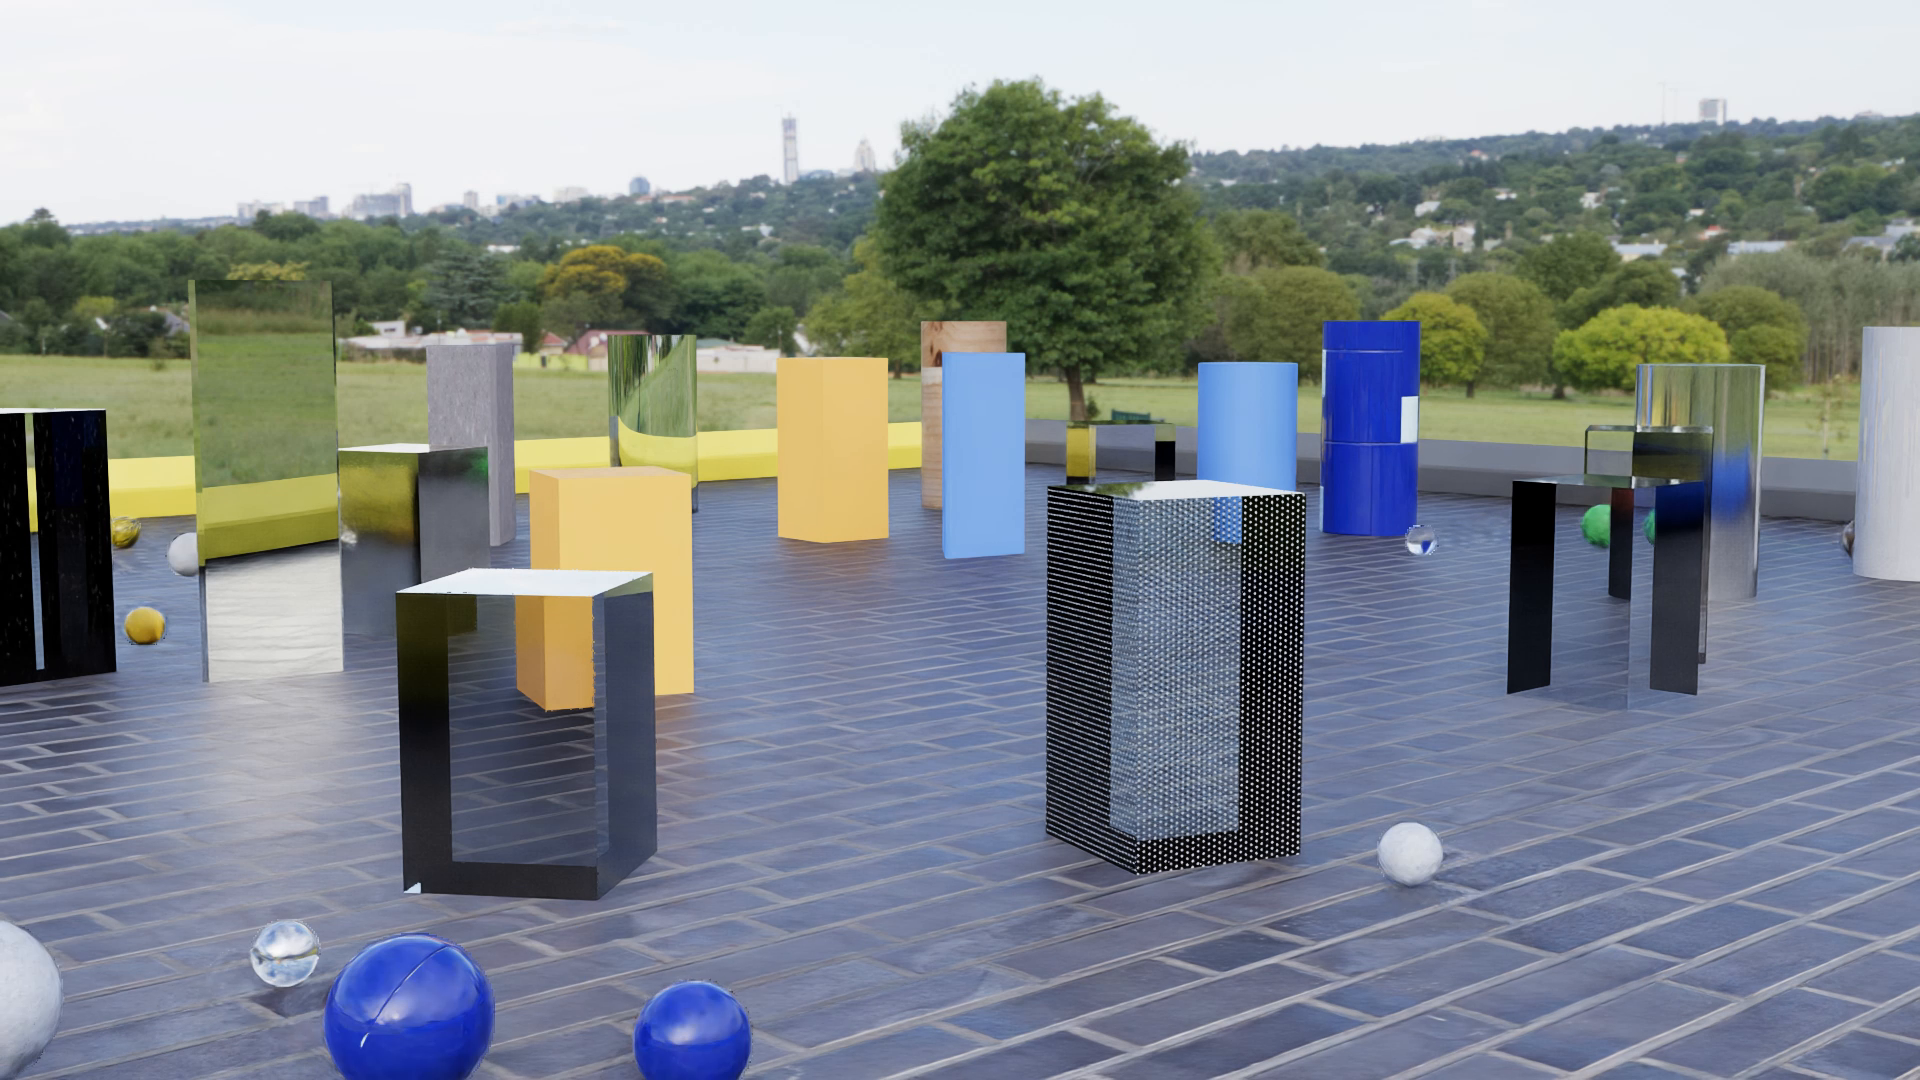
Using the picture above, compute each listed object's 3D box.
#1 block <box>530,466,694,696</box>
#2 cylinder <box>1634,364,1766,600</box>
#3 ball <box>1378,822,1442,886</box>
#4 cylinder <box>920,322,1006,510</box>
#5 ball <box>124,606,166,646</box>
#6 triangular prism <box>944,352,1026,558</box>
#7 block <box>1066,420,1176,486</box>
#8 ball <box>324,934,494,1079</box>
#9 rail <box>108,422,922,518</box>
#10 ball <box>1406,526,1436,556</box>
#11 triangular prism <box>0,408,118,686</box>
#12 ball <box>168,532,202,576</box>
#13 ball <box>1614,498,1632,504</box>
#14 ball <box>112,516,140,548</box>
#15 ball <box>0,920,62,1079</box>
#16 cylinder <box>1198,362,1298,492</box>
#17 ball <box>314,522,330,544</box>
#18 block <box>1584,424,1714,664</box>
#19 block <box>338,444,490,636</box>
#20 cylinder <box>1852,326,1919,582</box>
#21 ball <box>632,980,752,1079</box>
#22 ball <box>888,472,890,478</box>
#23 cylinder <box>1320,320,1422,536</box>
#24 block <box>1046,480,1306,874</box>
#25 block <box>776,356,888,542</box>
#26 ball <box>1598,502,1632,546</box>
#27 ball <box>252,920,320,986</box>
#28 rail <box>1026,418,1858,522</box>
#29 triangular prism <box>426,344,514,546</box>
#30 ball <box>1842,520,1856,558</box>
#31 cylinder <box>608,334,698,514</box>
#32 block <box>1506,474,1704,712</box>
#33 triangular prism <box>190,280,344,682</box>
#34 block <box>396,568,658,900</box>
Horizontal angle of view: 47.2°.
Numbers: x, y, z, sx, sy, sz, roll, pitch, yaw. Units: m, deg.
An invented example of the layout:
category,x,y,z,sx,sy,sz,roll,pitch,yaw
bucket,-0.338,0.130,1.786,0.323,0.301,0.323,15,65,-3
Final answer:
category,x,y,z,sx,sy,sz,roll,pitch,yaw
block,-0.411,0.047,2.589,0.154,0.254,0.154,-3,7,-23
cylinder,1.155,-0.096,3.449,0.193,0.358,0.193,0,6,0
ball,0.349,0.243,1.703,0.049,0.049,0.049,0,6,0
cylinder,0.009,-0.284,4.957,0.193,0.417,0.193,0,6,0
ball,-1.083,0.114,2.920,0.051,0.051,0.051,0,6,0
triangular prism,0.010,-0.159,4.022,0.167,0.365,0.145,-4,7,-33
block,0.294,-0.098,4.043,0.154,0.238,0.154,-2,6,-17
ball,-0.310,0.270,1.239,0.093,0.093,0.093,0,6,0
rail,-1.478,-0.135,4.925,4.501,0.125,0.045,-6,8,-42
ball,0.835,0.002,3.980,0.053,0.053,0.053,0,6,0
triangular prism,-1.149,0.003,2.679,0.145,0.323,0.167,5,8,39
ball,-1.285,0.024,3.672,0.072,0.072,0.072,0,6,0
ball,1.293,-0.042,4.256,0.082,0.082,0.082,0,6,0
ball,-1.563,-0.015,4.106,0.059,0.059,0.059,0,6,0
ball,-0.567,0.266,1.262,0.096,0.096,0.096,0,6,0
cylinder,0.561,-0.175,4.299,0.193,0.339,0.193,0,6,0
ball,-1.208,-0.014,4.191,0.041,0.041,0.041,0,6,0
block,0.889,0.001,2.848,0.154,0.291,0.154,2,6,18
block,-0.765,-0.002,3.064,0.154,0.252,0.154,3,7,24
cylinder,1.604,-0.148,3.674,0.193,0.415,0.193,0,6,0
ball,-0.151,0.283,1.242,0.067,0.067,0.067,0,6,0
ball,-0.206,-0.166,5.578,0.053,0.053,0.053,0,6,0
cylinder,0.820,-0.227,4.400,0.193,0.420,0.193,0,6,0
block,0.176,0.106,1.822,0.154,0.297,0.154,-3,7,-25
block,-0.248,-0.180,4.288,0.154,0.349,0.154,-5,8,-39
ball,1.248,-0.030,4.150,0.082,0.082,0.082,0,6,0
ball,-0.445,0.273,1.450,0.043,0.043,0.043,0,6,0
rail,1.636,-0.125,4.834,0.045,0.125,4.406,-6,8,-42
triangular prism,-0.910,-0.187,4.234,0.167,0.376,0.145,3,7,30
ball,1.596,-0.001,3.877,0.080,0.080,0.080,0,6,0
cylinder,-0.672,-0.255,4.818,0.193,0.388,0.193,0,6,0
block,0.743,0.056,2.532,0.154,0.249,0.154,-6,8,-43
triangular prism,-0.868,-0.078,2.709,0.167,0.478,0.145,-4,7,-31
block,-0.338,0.148,1.735,0.154,0.232,0.154,1,6,9
